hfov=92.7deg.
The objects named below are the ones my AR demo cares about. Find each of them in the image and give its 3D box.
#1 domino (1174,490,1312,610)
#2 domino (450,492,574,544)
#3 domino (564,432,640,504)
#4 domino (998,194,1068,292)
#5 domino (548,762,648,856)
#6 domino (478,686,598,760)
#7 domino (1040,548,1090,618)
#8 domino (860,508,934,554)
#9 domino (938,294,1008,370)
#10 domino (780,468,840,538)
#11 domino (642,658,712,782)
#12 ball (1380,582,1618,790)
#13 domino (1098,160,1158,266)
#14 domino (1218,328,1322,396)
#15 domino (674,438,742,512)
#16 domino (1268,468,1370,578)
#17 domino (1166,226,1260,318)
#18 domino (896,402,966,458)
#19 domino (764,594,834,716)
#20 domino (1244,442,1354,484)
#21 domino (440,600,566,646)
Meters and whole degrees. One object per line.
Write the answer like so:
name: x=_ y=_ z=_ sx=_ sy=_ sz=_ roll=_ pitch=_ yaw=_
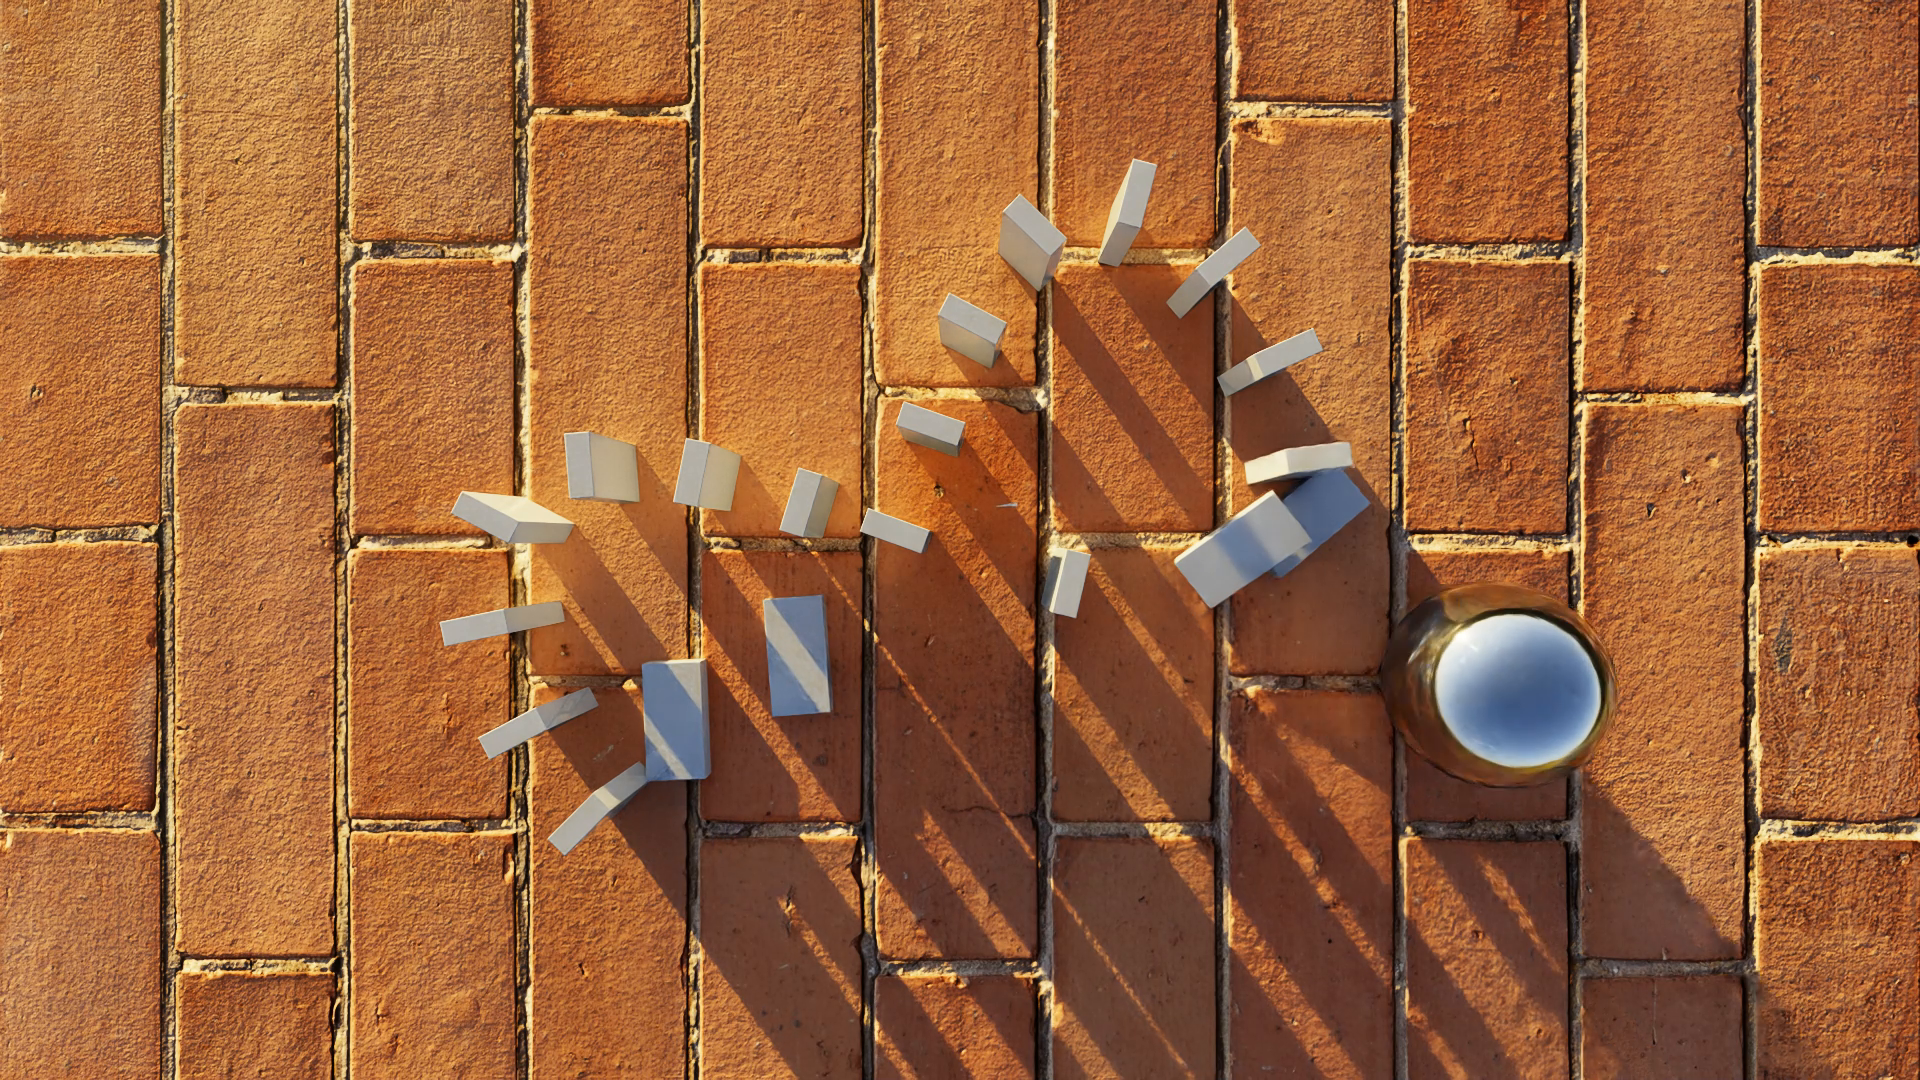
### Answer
domino: x=0.119 y=0.004 z=0.387 sx=0.050 sy=0.010 sz=0.025 roll=-38 pitch=91 yaw=19
domino: x=-0.181 y=-0.009 z=0.375 sx=0.025 sy=0.050 sz=0.010 roll=27 pitch=90 yaw=0
domino: x=-0.145 y=-0.029 z=0.375 sx=0.010 sy=0.050 sz=0.025 roll=-5 pitch=90 yaw=0
domino: x=0.029 y=-0.120 z=0.375 sx=0.025 sy=0.050 sz=0.009 roll=44 pitch=90 yaw=0
domino: x=-0.146 y=0.109 z=0.375 sx=0.009 sy=0.050 sz=0.025 roll=45 pitch=90 yaw=0
domino: x=-0.171 y=0.074 z=0.375 sx=0.025 sy=0.050 sz=0.009 roll=-28 pitch=90 yaw=0
domino: x=0.043 y=0.017 z=0.375 sx=0.010 sy=0.050 sz=0.025 roll=13 pitch=90 yaw=0
domino: x=-0.025 y=-0.003 z=0.375 sx=0.025 sy=0.050 sz=0.009 roll=20 pitch=90 yaw=0
domino: x=0.005 y=-0.085 z=0.375 sx=0.025 sy=0.050 sz=0.009 roll=28 pitch=90 yaw=0
domino: x=-0.061 y=-0.014 z=0.375 sx=0.010 sy=0.050 sz=0.025 roll=17 pitch=90 yaw=0
domino: x=-0.122 y=0.077 z=0.395 sx=0.025 sy=0.009 sz=0.050 roll=-2 pitch=90 yaw=0
ball: x=0.209 y=0.057 z=0.360 sx=0.080 sy=0.080 sz=0.080 roll=0 pitch=90 yaw=0
domino: x=0.068 y=-0.132 z=0.375 sx=0.009 sy=0.050 sz=0.025 roll=15 pitch=90 yaw=0
domino: x=0.125 y=-0.072 z=0.375 sx=0.025 sy=0.050 sz=0.010 roll=-24 pitch=90 yaw=0
domino: x=-0.102 y=-0.026 z=0.375 sx=0.010 sy=0.050 sz=0.025 roll=11 pitch=90 yaw=0
domino: x=0.148 y=-0.009 z=0.395 sx=0.050 sy=0.010 sz=0.025 roll=-40 pitch=90 yaw=0
domino: x=0.103 y=-0.108 z=0.375 sx=0.025 sy=0.050 sz=0.009 roll=-40 pitch=90 yaw=0
domino: x=-0.011 y=-0.044 z=0.375 sx=0.025 sy=0.050 sz=0.009 roll=19 pitch=90 yaw=0
domino: x=-0.070 y=0.049 z=0.395 sx=0.025 sy=0.009 sz=0.050 roll=-4 pitch=90 yaw=0
domino: x=0.137 y=-0.031 z=0.375 sx=0.025 sy=0.050 sz=0.010 roll=-7 pitch=89 yaw=0
domino: x=-0.186 y=0.033 z=0.375 sx=0.025 sy=0.050 sz=0.009 roll=-12 pitch=90 yaw=0
